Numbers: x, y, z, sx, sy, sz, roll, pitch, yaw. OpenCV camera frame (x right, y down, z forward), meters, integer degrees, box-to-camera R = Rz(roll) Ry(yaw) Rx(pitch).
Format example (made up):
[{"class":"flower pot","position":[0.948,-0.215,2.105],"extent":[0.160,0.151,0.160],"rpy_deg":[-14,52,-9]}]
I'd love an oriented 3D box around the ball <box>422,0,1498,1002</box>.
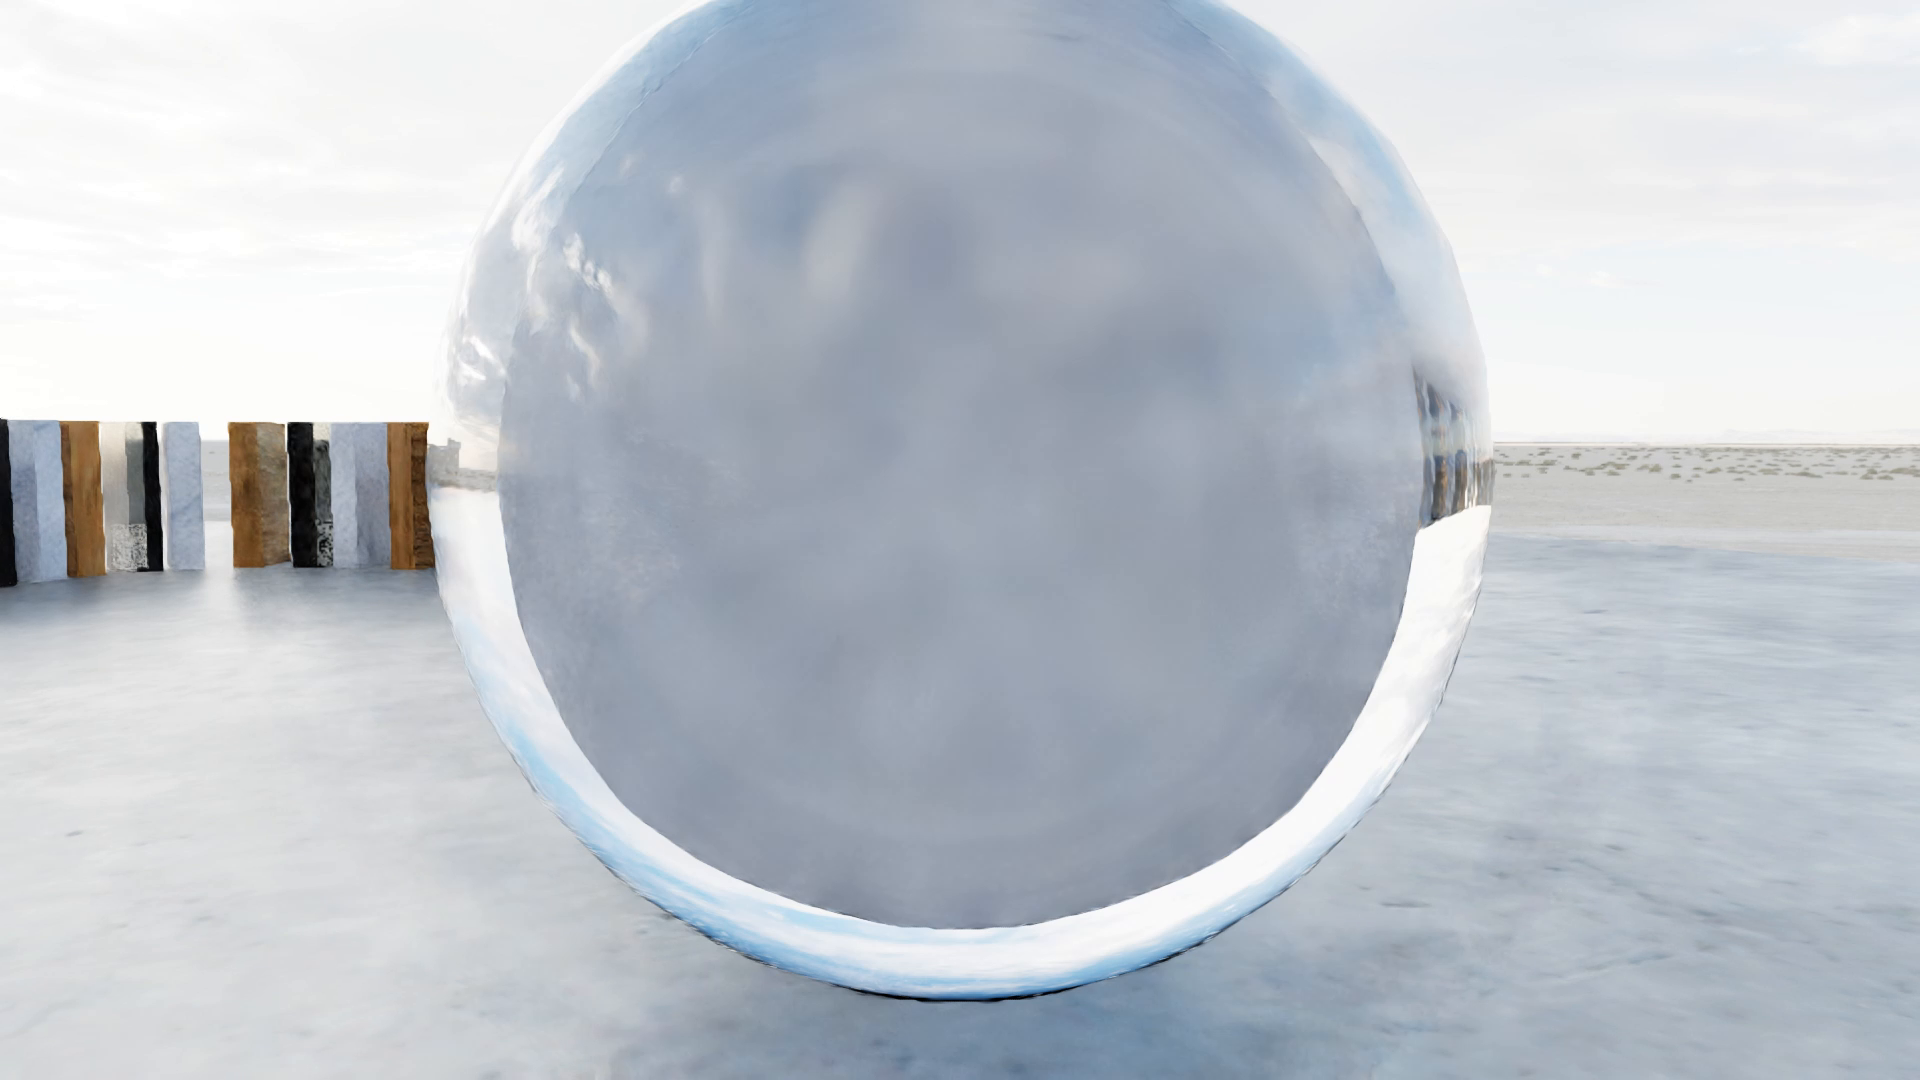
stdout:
[{"class":"ball","position":[0.000,-0.005,0.103],"extent":[0.080,0.080,0.080],"rpy_deg":[0,4,0]}]

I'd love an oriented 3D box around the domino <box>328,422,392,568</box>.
[{"class":"domino","position":[-0.208,-0.016,0.450],"extent":[0.009,0.050,0.025],"rpy_deg":[1,4,11]}]

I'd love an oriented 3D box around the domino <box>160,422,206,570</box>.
[{"class":"domino","position":[-0.269,-0.016,0.444],"extent":[0.009,0.050,0.025],"rpy_deg":[-3,5,-36]}]

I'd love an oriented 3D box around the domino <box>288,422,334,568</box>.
[{"class":"domino","position":[-0.224,-0.016,0.452],"extent":[0.009,0.050,0.025],"rpy_deg":[1,4,7]}]

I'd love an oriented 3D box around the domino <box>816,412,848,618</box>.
[{"class":"domino","position":[-0.023,-0.007,0.323],"extent":[0.025,0.050,0.009],"rpy_deg":[-2,5,-28]}]

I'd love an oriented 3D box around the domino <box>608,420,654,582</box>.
[{"class":"domino","position":[-0.097,-0.013,0.404],"extent":[0.010,0.050,0.025],"rpy_deg":[3,5,33]}]

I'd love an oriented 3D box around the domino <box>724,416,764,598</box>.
[{"class":"domino","position":[-0.054,-0.010,0.366],"extent":[0.025,0.050,0.009],"rpy_deg":[-4,6,-42]}]

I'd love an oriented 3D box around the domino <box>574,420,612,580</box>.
[{"class":"domino","position":[-0.111,-0.013,0.412],"extent":[0.009,0.050,0.025],"rpy_deg":[2,5,28]}]

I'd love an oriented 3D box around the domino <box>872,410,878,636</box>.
[{"class":"domino","position":[-0.006,-0.004,0.284],"extent":[0.025,0.050,0.010],"rpy_deg":[-1,5,-18]}]

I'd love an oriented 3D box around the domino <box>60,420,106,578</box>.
[{"class":"domino","position":[-0.291,-0.014,0.415],"extent":[0.025,0.050,0.009],"rpy_deg":[2,5,21]}]

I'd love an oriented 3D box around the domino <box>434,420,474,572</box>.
[{"class":"domino","position":[-0.165,-0.015,0.437],"extent":[0.009,0.050,0.025],"rpy_deg":[2,5,22]}]

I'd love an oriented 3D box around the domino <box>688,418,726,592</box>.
[{"class":"domino","position":[-0.067,-0.011,0.379],"extent":[0.010,0.050,0.025],"rpy_deg":[4,6,44]}]

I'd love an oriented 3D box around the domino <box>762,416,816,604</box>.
[{"class":"domino","position":[-0.040,-0.009,0.350],"extent":[0.025,0.050,0.009],"rpy_deg":[-3,5,-38]}]

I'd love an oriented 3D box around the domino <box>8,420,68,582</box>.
[{"class":"domino","position":[-0.295,-0.012,0.401],"extent":[0.025,0.050,0.009],"rpy_deg":[1,4,10]}]

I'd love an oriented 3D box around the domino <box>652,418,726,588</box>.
[{"class":"domino","position":[-0.081,-0.012,0.392],"extent":[0.009,0.050,0.025],"rpy_deg":[4,6,40]}]

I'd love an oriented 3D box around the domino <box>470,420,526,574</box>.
[{"class":"domino","position":[-0.150,-0.015,0.431],"extent":[0.010,0.050,0.025],"rpy_deg":[2,5,24]}]

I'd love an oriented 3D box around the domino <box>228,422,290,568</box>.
[{"class":"domino","position":[-0.247,-0.016,0.453],"extent":[0.009,0.050,0.025],"rpy_deg":[-1,4,-8]}]

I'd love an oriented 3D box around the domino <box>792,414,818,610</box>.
[{"class":"domino","position":[-0.030,-0.008,0.336],"extent":[0.025,0.050,0.010],"rpy_deg":[-3,5,-32]}]

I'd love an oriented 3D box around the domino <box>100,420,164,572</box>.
[{"class":"domino","position":[-0.280,-0.015,0.433],"extent":[0.025,0.050,0.009],"rpy_deg":[4,6,40]}]

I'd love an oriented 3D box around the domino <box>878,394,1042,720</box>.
[{"class":"domino","position":[0.000,0.002,0.201],"extent":[0.025,0.050,0.010],"rpy_deg":[0,4,0]}]

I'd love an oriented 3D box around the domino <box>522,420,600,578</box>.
[{"class":"domino","position":[-0.131,-0.014,0.422],"extent":[0.009,0.050,0.025],"rpy_deg":[2,5,24]}]

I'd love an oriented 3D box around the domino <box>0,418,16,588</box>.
[{"class":"domino","position":[-0.297,-0.011,0.380],"extent":[0.025,0.050,0.010],"rpy_deg":[0,4,0]}]

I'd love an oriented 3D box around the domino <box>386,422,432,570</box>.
[{"class":"domino","position":[-0.185,-0.016,0.444],"extent":[0.009,0.050,0.025],"rpy_deg":[1,4,18]}]

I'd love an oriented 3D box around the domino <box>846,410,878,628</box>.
[{"class":"domino","position":[-0.013,-0.005,0.304],"extent":[0.025,0.050,0.010],"rpy_deg":[-2,5,-23]}]
